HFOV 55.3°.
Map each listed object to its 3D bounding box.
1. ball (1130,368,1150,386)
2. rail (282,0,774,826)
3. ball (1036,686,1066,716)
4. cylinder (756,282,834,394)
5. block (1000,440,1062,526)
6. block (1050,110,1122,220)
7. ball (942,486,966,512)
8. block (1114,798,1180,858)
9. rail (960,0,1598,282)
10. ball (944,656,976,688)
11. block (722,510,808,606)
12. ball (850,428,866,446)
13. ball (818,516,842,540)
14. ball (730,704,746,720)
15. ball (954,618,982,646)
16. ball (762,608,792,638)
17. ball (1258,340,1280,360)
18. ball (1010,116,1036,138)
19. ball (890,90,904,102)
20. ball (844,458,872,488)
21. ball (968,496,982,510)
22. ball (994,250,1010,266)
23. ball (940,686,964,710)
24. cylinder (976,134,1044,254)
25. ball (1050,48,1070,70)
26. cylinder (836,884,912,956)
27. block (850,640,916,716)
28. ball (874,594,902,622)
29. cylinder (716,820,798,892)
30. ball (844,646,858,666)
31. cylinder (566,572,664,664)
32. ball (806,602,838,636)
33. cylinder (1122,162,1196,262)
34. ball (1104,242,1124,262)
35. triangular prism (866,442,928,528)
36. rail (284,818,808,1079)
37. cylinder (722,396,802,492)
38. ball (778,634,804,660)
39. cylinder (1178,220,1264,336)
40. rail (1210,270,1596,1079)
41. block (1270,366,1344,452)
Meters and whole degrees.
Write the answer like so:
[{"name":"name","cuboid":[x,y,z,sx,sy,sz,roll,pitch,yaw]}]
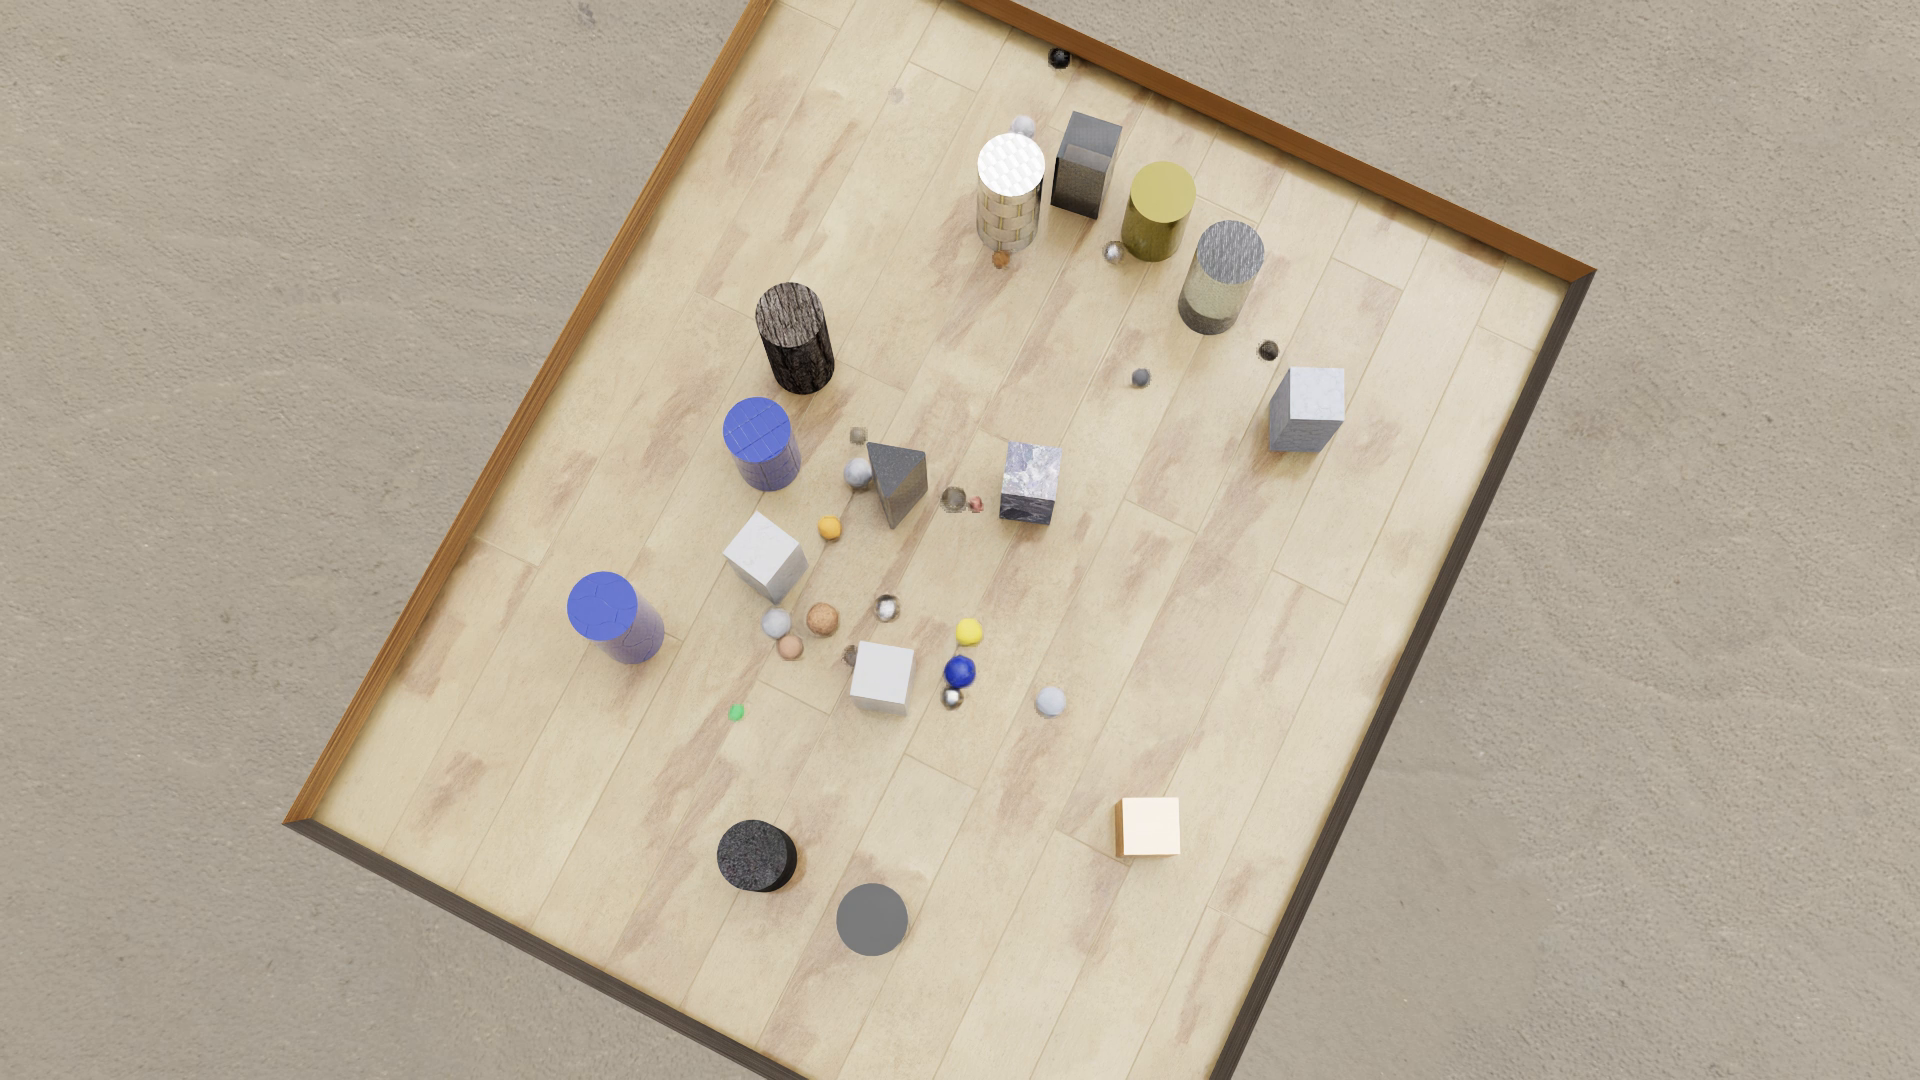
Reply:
[{"name":"ball","cuboid":[0.559,-0.505,5.692,0.056,0.056,0.056,0,78,0]},{"name":"rail","cuboid":[-1.215,-0.588,5.672,0.045,0.128,3.279,26,80,5]},{"name":"ball","cuboid":[0.272,0.481,5.471,0.091,0.091,0.091,0,78,0]},{"name":"cylinder","cuboid":[-0.490,-0.598,5.493,0.196,0.484,0.196,0,78,0]},{"name":"block","cuboid":[0.208,-0.167,5.477,0.157,0.340,0.157,8,78,2]},{"name":"block","cuboid":[0.387,-1.153,5.663,0.157,0.376,0.157,19,79,4]},{"name":"ball","cuboid":[-0.018,-0.127,5.603,0.078,0.078,0.078,0,78,0]},{"name":"block","cuboid":[0.539,0.834,5.301,0.157,0.279,0.157,-1,78,0]},{"name":"rail","cuboid":[0.723,-1.409,5.842,2.765,0.128,0.045,26,80,5]},{"name":"ball","cuboid":[0.001,0.394,5.486,0.097,0.097,0.097,0,78,0]},{"name":"block","cuboid":[-0.570,0.059,5.423,0.157,0.355,0.157,37,81,7]},{"name":"ball","cuboid":[-0.315,-0.319,5.655,0.054,0.054,0.054,0,78,0]},{"name":"ball","cuboid":[-0.396,-0.038,5.588,0.072,0.072,0.072,0,78,0]},{"name":"ball","cuboid":[-0.667,0.514,5.486,0.047,0.047,0.047,0,78,0]},{"name":"ball","cuboid":[0.026,0.276,5.517,0.083,0.083,0.083,0,78,0]},{"name":"ball","cuboid":[-0.551,0.249,5.519,0.090,0.090,0.090,0,78,0]},{"name":"ball","cuboid":[0.962,-0.590,5.706,0.064,0.064,0.064,0,78,0]},{"name":"ball","cuboid":[0.201,-1.311,5.846,0.081,0.081,0.081,0,78,0]},{"name":"ball","cuboid":[-0.203,-1.427,5.890,0.044,0.044,0.044,0,78,0]},{"name":"ball","cuboid":[-0.312,-0.206,5.612,0.092,0.092,0.092,0,78,0]},{"name":"ball","cuboid":[0.048,-0.113,5.618,0.043,0.043,0.043,0,78,0]},{"name":"ball","cuboid":[0.134,-0.886,5.774,0.050,0.050,0.050,0,78,0]},{"name":"ball","cuboid":[-0.023,0.473,5.484,0.068,0.068,0.068,0,78,0]},{"name":"cylinder","cuboid":[0.150,-1.051,5.594,0.196,0.471,0.196,0,78,0]},{"name":"ball","cuboid":[0.322,-1.550,5.903,0.067,0.067,0.067,0,78,0]},{"name":"cylinder","cuboid":[-0.240,1.076,5.194,0.196,0.391,0.196,0,78,0]},{"name":"block","cuboid":[-0.222,0.409,5.368,0.157,0.321,0.157,10,78,2]},{"name":"ball","cuboid":[-0.218,0.203,5.532,0.084,0.084,0.084,0,78,0]},{"name":"cylinder","cuboid":[-0.579,0.910,5.262,0.196,0.325,0.196,0,78,0]},{"name":"ball","cuboid":[-0.318,0.351,5.513,0.061,0.061,0.061,0,78,0]},{"name":"cylinder","cuboid":[-0.994,0.232,5.324,0.196,0.478,0.196,0,78,0]},{"name":"ball","cuboid":[-0.415,0.238,5.517,0.098,0.098,0.098,0,78,0]},{"name":"cylinder","cuboid":[0.610,-1.009,5.654,0.196,0.336,0.196,0,78,0]},{"name":"ball","cuboid":[0.486,-0.904,5.772,0.063,0.063,0.063,0,78,0]},{"name":"triangular prism","cuboid":[-0.209,-0.187,5.432,0.147,0.437,0.170,40,81,8]},{"name":"rail","cuboid":[-0.723,1.422,5.256,2.765,0.128,0.045,26,80,5]},{"name":"cylinder","cuboid":[-0.589,-0.282,5.486,0.196,0.369,0.196,0,78,0]},{"name":"ball","cuboid":[-0.509,0.321,5.511,0.076,0.076,0.076,0,78,0]},{"name":"cylinder","cuboid":[0.784,-0.786,5.538,0.196,0.472,0.196,0,78,0]},{"name":"rail","cuboid":[1.215,0.602,5.426,0.045,0.128,3.279,26,80,5]},{"name":"block","cuboid":[1.039,-0.388,5.507,0.157,0.371,0.157,2,78,0]}]
